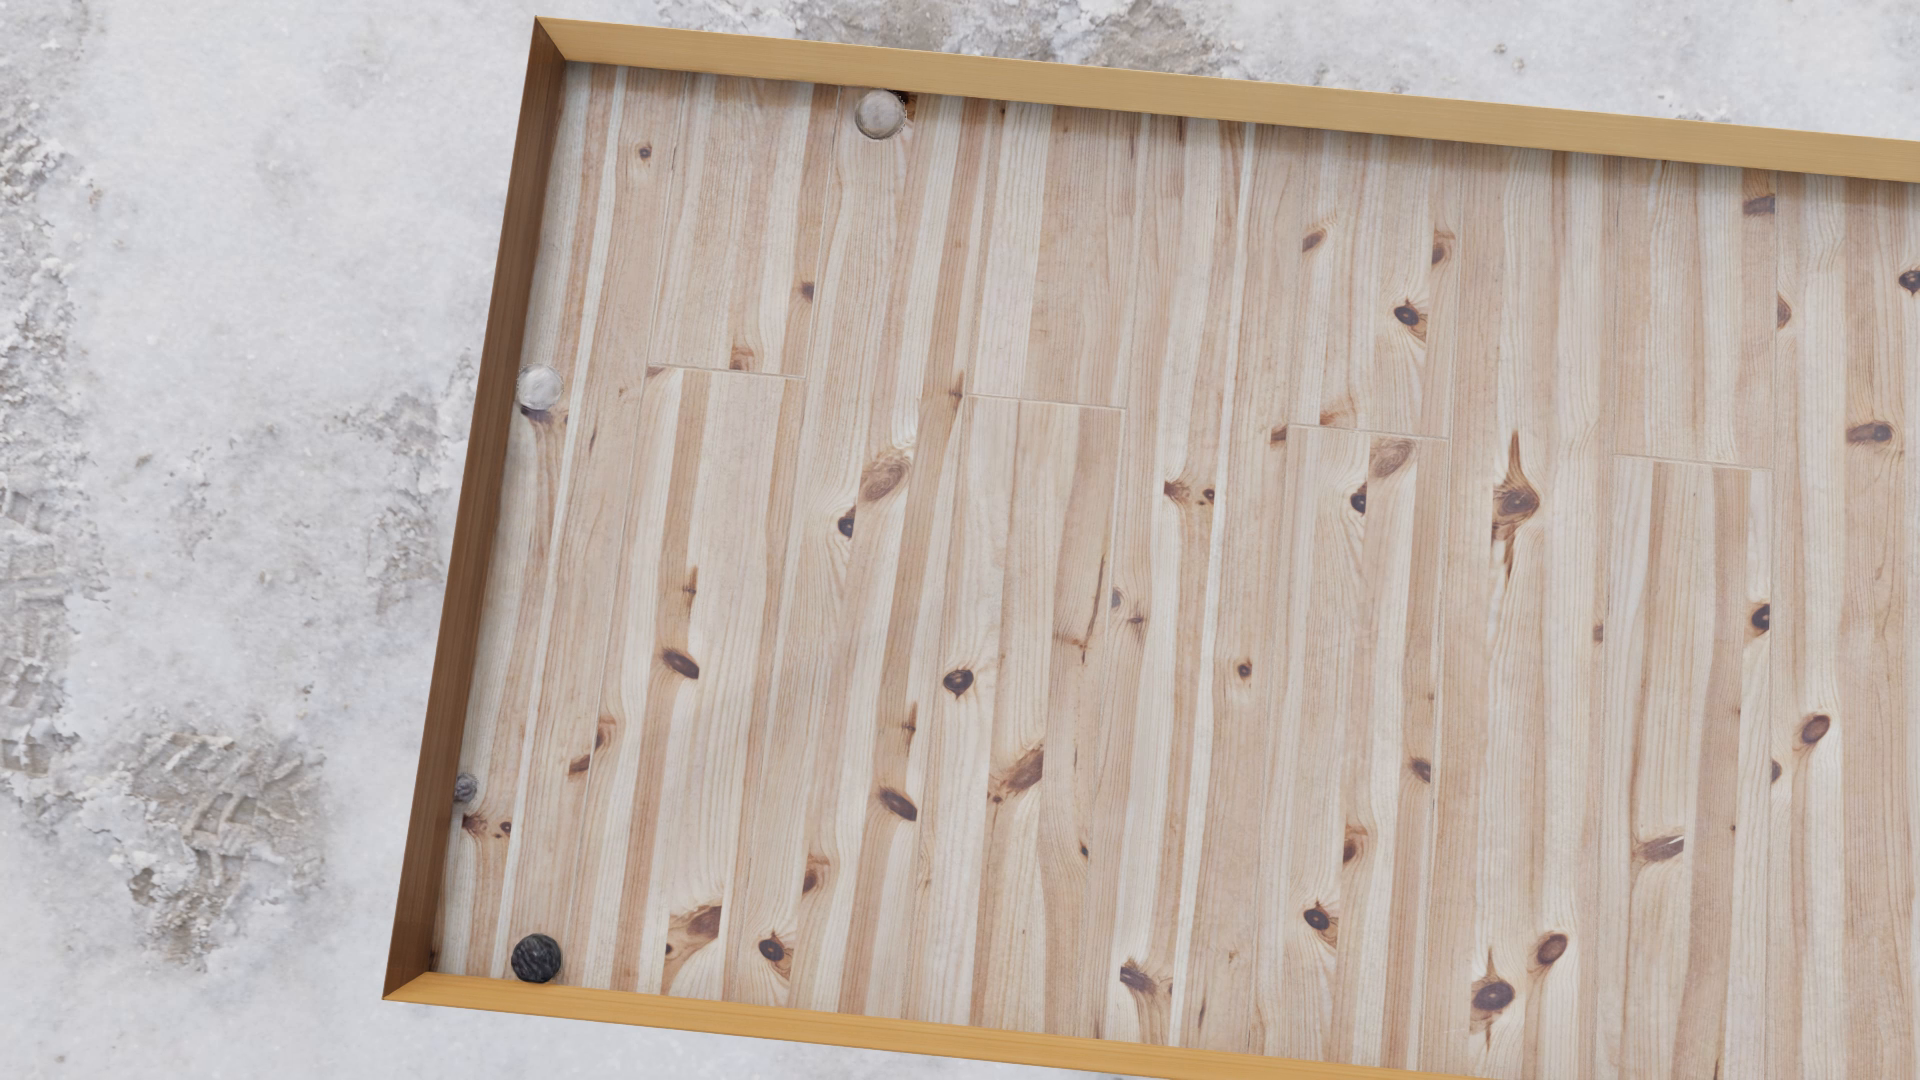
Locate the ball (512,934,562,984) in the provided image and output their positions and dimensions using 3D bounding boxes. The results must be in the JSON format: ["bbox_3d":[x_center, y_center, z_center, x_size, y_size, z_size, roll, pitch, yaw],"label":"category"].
[{"bbox_3d":[-0.612,0.606,3.179,0.072,0.072,0.072,0,77,0],"label":"ball"}]

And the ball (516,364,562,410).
[{"bbox_3d":[-0.647,-0.235,3.380,0.071,0.071,0.071,0,77,0],"label":"ball"}]

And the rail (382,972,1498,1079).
[{"bbox_3d":[0.670,0.779,3.121,2.982,0.103,0.045,5,77,1],"label":"rail"}]

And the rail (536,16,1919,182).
[{"bbox_3d":[0.814,-0.647,3.461,2.982,0.103,0.045,5,77,1],"label":"rail"}]

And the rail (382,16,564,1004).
[{"bbox_3d":[-0.718,-0.073,3.324,0.045,0.103,1.520,5,77,1],"label":"rail"}]

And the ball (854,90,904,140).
[{"bbox_3d":[-0.128,-0.673,3.480,0.079,0.079,0.079,0,77,0],"label":"ball"}]

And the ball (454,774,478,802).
[{"bbox_3d":[-0.735,0.367,3.251,0.043,0.043,0.043,0,77,0],"label":"ball"}]
